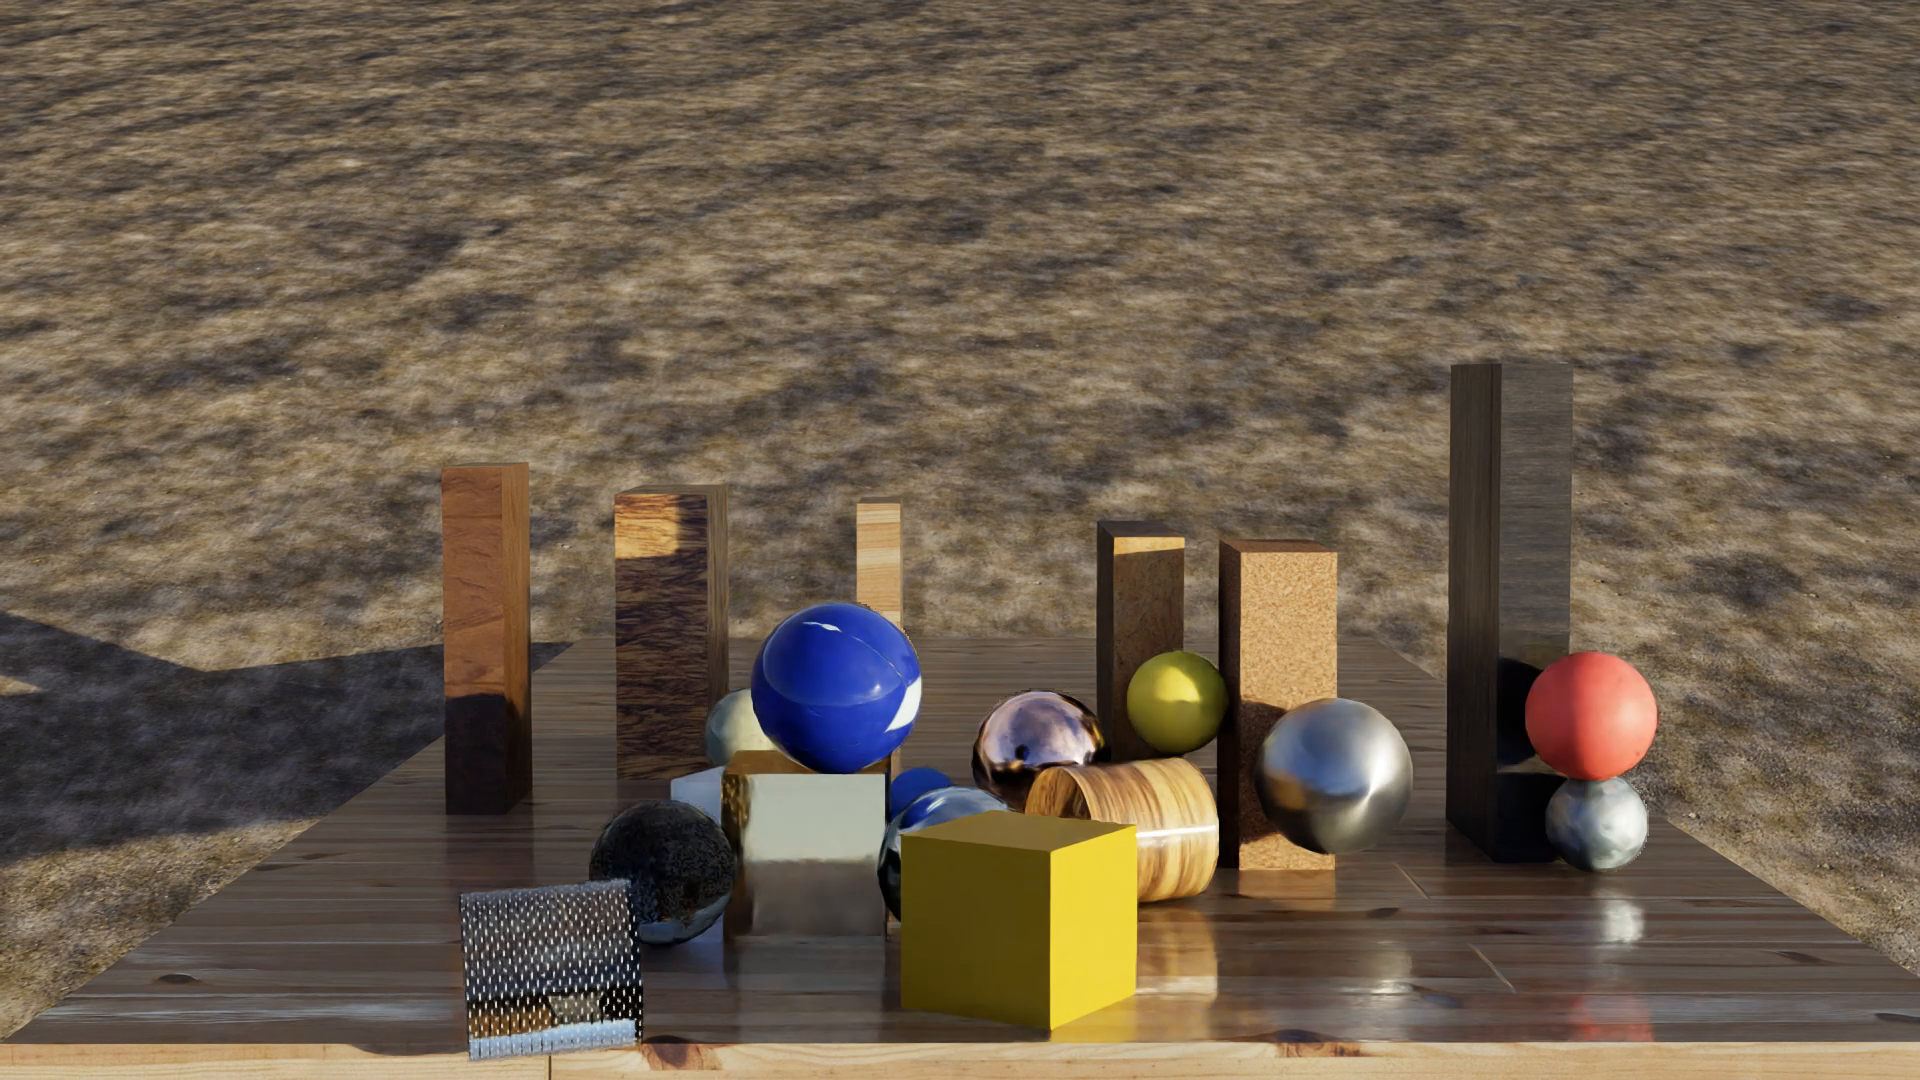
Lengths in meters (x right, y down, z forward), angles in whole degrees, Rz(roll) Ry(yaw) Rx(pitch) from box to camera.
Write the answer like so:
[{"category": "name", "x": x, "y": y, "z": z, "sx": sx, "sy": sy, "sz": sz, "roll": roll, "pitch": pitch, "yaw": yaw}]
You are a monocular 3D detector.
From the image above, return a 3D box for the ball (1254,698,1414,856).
[{"category": "ball", "x": 0.484, "y": 0.306, "z": 3.323, "sx": 0.204, "sy": 0.204, "sz": 0.204, "roll": 0, "pitch": 20, "yaw": 0}]

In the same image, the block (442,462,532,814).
[{"category": "block", "x": -0.730, "y": 0.145, "z": 3.975, "sx": 0.090, "sy": 0.523, "sz": 0.245, "roll": 0, "pitch": 4, "yaw": 0}]

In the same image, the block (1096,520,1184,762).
[{"category": "block", "x": 0.264, "y": 0.200, "z": 3.814, "sx": 0.098, "sy": 0.434, "sz": 0.425, "roll": 0, "pitch": 4, "yaw": 0}]

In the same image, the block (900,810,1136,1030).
[{"category": "block", "x": 0.063, "y": 0.395, "z": 2.705, "sx": 0.181, "sy": 0.181, "sz": 0.181, "roll": 2, "pitch": 4, "yaw": 32}]

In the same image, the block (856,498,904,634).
[{"category": "block", "x": -0.164, "y": 0.121, "z": 5.297, "sx": 0.087, "sy": 0.406, "sz": 0.282, "roll": 0, "pitch": 4, "yaw": 0}]

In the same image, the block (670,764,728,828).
[{"category": "block", "x": -0.272, "y": 0.376, "z": 3.307, "sx": 0.146, "sy": 0.146, "sz": 0.146, "roll": 2, "pitch": 4, "yaw": 25}]

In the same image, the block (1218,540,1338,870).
[{"category": "block", "x": 0.437, "y": 0.220, "z": 3.563, "sx": 0.127, "sy": 0.425, "sz": 0.287, "roll": 0, "pitch": 4, "yaw": 0}]

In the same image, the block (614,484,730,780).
[{"category": "block", "x": -0.487, "y": 0.147, "z": 4.384, "sx": 0.150, "sy": 0.468, "sz": 0.390, "roll": 0, "pitch": 4, "yaw": 0}]

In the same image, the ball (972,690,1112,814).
[{"category": "ball", "x": 0.109, "y": 0.294, "z": 3.423, "sx": 0.187, "sy": 0.187, "sz": 0.187, "roll": 0, "pitch": 20, "yaw": 0}]

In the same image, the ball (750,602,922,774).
[{"category": "ball", "x": -0.146, "y": 0.173, "z": 3.020, "sx": 0.201, "sy": 0.201, "sz": 0.201, "roll": 0, "pitch": 20, "yaw": 0}]

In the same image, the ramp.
[{"category": "ramp", "x": 0.047, "y": 0.422, "z": 4.534, "sx": 2.000, "sy": 0.100, "sz": 4.000, "roll": 0, "pitch": 4, "yaw": 0}]

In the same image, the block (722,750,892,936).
[{"category": "block", "x": -0.183, "y": 0.365, "z": 3.112, "sx": 0.192, "sy": 0.192, "sz": 0.192, "roll": 0, "pitch": 4, "yaw": 1}]

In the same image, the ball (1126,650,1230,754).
[{"category": "ball", "x": 0.298, "y": 0.222, "z": 3.518, "sx": 0.141, "sy": 0.141, "sz": 0.141, "roll": 0, "pitch": 20, "yaw": 0}]

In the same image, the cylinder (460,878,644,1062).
[{"category": "cylinder", "x": -0.401, "y": 0.419, "z": 2.509, "sx": 0.164, "sy": 0.164, "sz": 0.164, "roll": -3, "pitch": 20, "yaw": -12}]

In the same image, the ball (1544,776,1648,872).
[{"category": "ball", "x": 0.845, "y": 0.375, "z": 3.412, "sx": 0.133, "sy": 0.133, "sz": 0.133, "roll": 0, "pitch": 20, "yaw": 0}]

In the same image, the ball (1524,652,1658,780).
[{"category": "ball", "x": 0.826, "y": 0.231, "z": 3.364, "sx": 0.169, "sy": 0.169, "sz": 0.169, "roll": 0, "pitch": 20, "yaw": 0}]

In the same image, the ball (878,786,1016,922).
[{"category": "ball", "x": -0.002, "y": 0.377, "z": 2.961, "sx": 0.186, "sy": 0.186, "sz": 0.186, "roll": 0, "pitch": 20, "yaw": 0}]

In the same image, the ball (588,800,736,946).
[{"category": "ball", "x": -0.344, "y": 0.384, "z": 2.963, "sx": 0.168, "sy": 0.168, "sz": 0.168, "roll": 0, "pitch": 20, "yaw": 0}]

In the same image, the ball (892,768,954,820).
[{"category": "ball", "x": -0.053, "y": 0.375, "z": 3.601, "sx": 0.111, "sy": 0.111, "sz": 0.111, "roll": 0, "pitch": 20, "yaw": 0}]

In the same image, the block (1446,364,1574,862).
[{"category": "block", "x": 0.773, "y": 0.089, "z": 3.633, "sx": 0.096, "sy": 0.675, "sz": 0.353, "roll": 0, "pitch": 4, "yaw": 0}]

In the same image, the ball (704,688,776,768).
[{"category": "ball", "x": -0.294, "y": 0.273, "z": 3.597, "sx": 0.131, "sy": 0.131, "sz": 0.131, "roll": 0, "pitch": 20, "yaw": 0}]

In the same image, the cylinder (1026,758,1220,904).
[{"category": "cylinder", "x": 0.200, "y": 0.365, "z": 3.200, "sx": 0.177, "sy": 0.177, "sz": 0.177, "roll": -2, "pitch": 19, "yaw": -27}]
